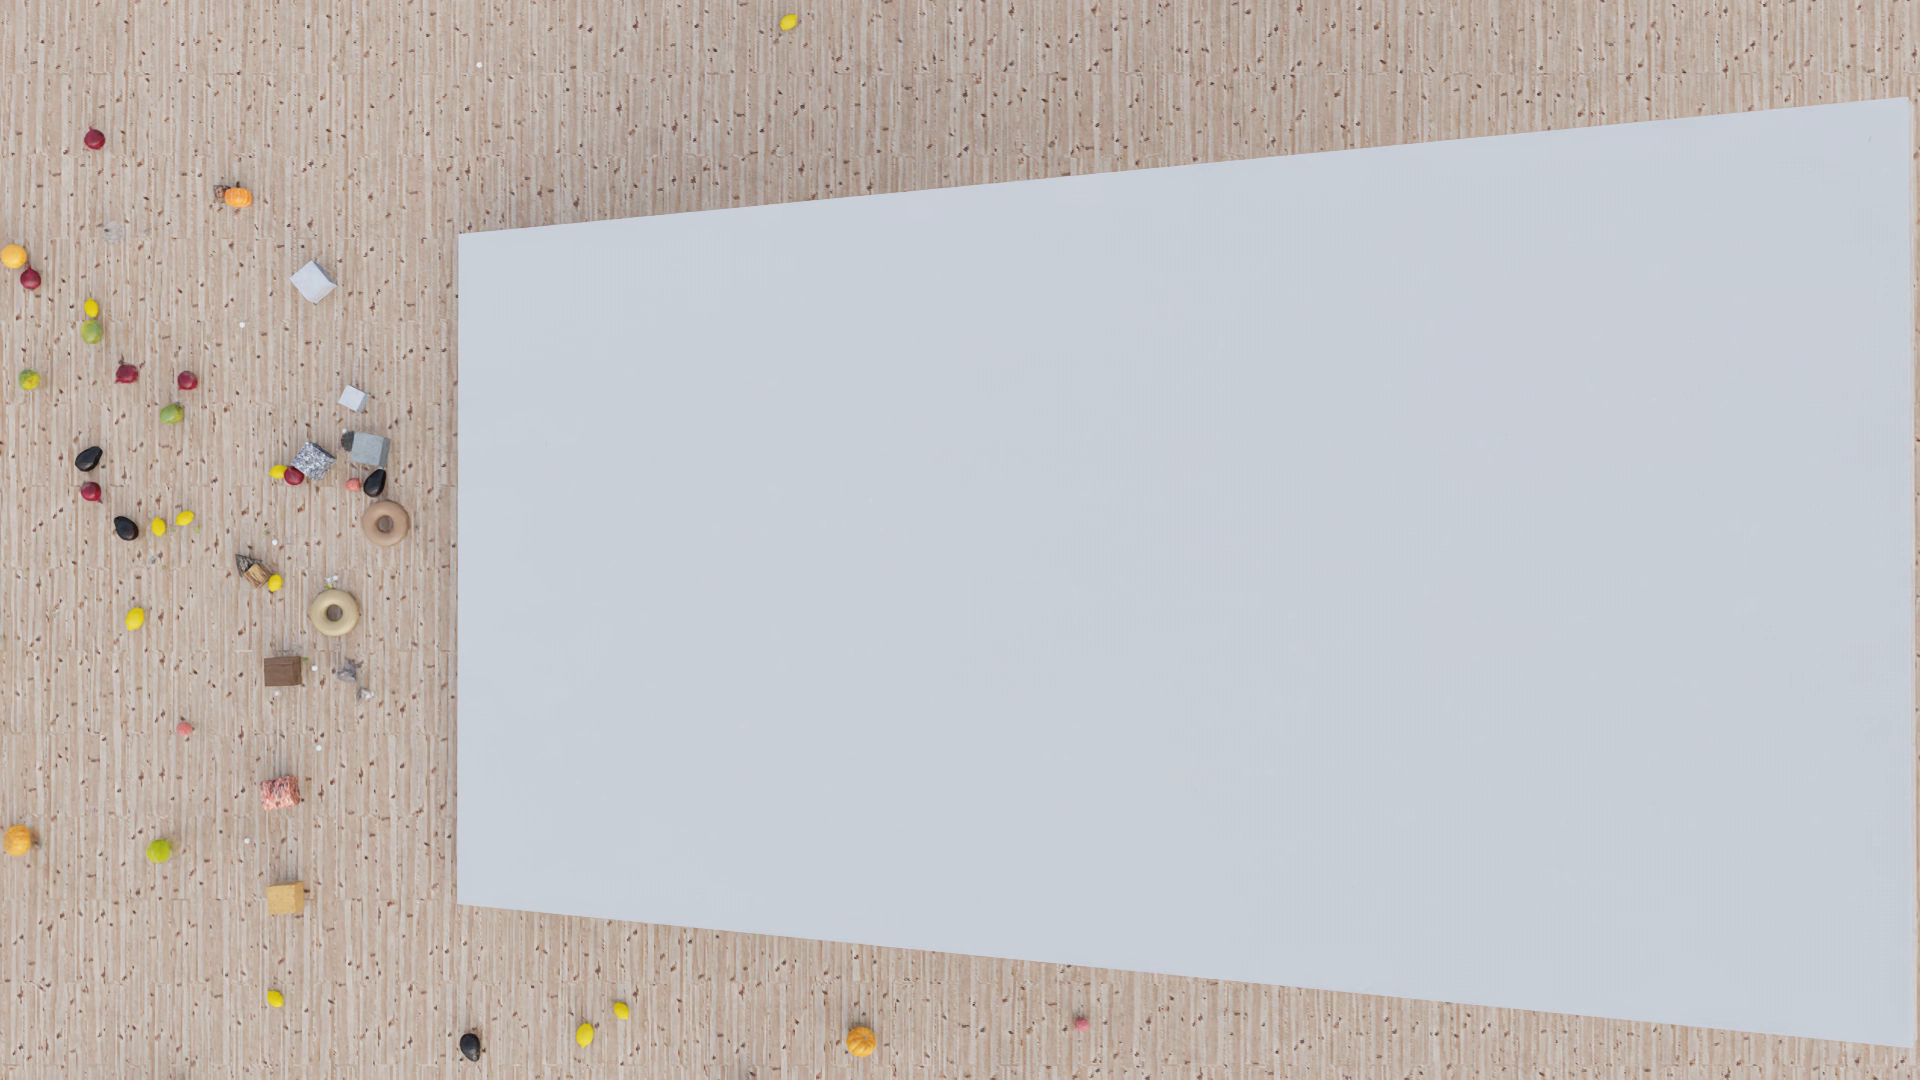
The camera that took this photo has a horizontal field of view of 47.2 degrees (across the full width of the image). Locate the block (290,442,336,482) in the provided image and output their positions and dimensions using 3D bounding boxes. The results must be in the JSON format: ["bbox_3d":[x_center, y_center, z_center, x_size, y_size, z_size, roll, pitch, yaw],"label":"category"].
[{"bbox_3d":[-1.943,-0.236,6.615,0.083,0.083,0.083,37,90,0],"label":"block"}]

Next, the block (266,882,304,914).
[{"bbox_3d":[-2.025,1.074,6.602,0.083,0.083,0.083,-4,89,0],"label":"block"}]

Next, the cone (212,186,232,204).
[{"bbox_3d":[-2.244,-1.059,6.651,0.060,0.060,0.060,37,89,27],"label":"cone"}]

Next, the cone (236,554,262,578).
[{"bbox_3d":[-2.140,0.070,6.637,0.073,0.073,0.073,-13,89,-27],"label":"cone"}]

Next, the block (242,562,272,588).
[{"bbox_3d":[-2.115,0.107,6.626,0.055,0.055,0.055,-43,90,0],"label":"block"}]

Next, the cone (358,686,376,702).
[{"bbox_3d":[-1.787,0.465,6.638,0.052,0.052,0.052,-5,89,-27],"label":"cone"}]

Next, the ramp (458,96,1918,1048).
[{"bbox_3d":[0.273,0.076,5.638,4.000,0.100,2.000,0,89,29],"label":"ramp"}]

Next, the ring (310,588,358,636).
[{"bbox_3d":[-1.886,0.219,6.628,0.145,0.048,0.145,0,90,-1],"label":"ring"}]

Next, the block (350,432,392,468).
[{"bbox_3d":[-1.772,-0.272,6.613,0.088,0.088,0.088,11,89,0],"label":"block"}]

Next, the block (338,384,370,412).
[{"bbox_3d":[-1.825,-0.426,6.628,0.060,0.060,0.060,27,89,0],"label":"block"}]

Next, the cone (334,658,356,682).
[{"bbox_3d":[-1.845,0.387,6.635,0.067,0.067,0.067,10,63,0],"label":"cone"}]

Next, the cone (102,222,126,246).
[{"bbox_3d":[-2.565,-0.930,6.627,0.072,0.072,0.072,0,89,0],"label":"cone"}]

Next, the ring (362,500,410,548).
[{"bbox_3d":[-1.732,-0.050,6.631,0.144,0.048,0.144,0,90,-1],"label":"ring"}]

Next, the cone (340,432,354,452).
[{"bbox_3d":[-1.843,-0.298,6.626,0.062,0.062,0.062,0,89,0],"label":"cone"}]

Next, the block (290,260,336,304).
[{"bbox_3d":[-1.946,-0.776,6.619,0.085,0.085,0.085,-40,90,0],"label":"block"}]

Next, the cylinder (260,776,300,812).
[{"bbox_3d":[-2.042,0.760,6.601,0.091,0.091,0.091,-11,89,0],"label":"cylinder"}]

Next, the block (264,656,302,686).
[{"bbox_3d":[-2.035,0.395,6.608,0.085,0.085,0.085,-2,89,0],"label":"block"}]
